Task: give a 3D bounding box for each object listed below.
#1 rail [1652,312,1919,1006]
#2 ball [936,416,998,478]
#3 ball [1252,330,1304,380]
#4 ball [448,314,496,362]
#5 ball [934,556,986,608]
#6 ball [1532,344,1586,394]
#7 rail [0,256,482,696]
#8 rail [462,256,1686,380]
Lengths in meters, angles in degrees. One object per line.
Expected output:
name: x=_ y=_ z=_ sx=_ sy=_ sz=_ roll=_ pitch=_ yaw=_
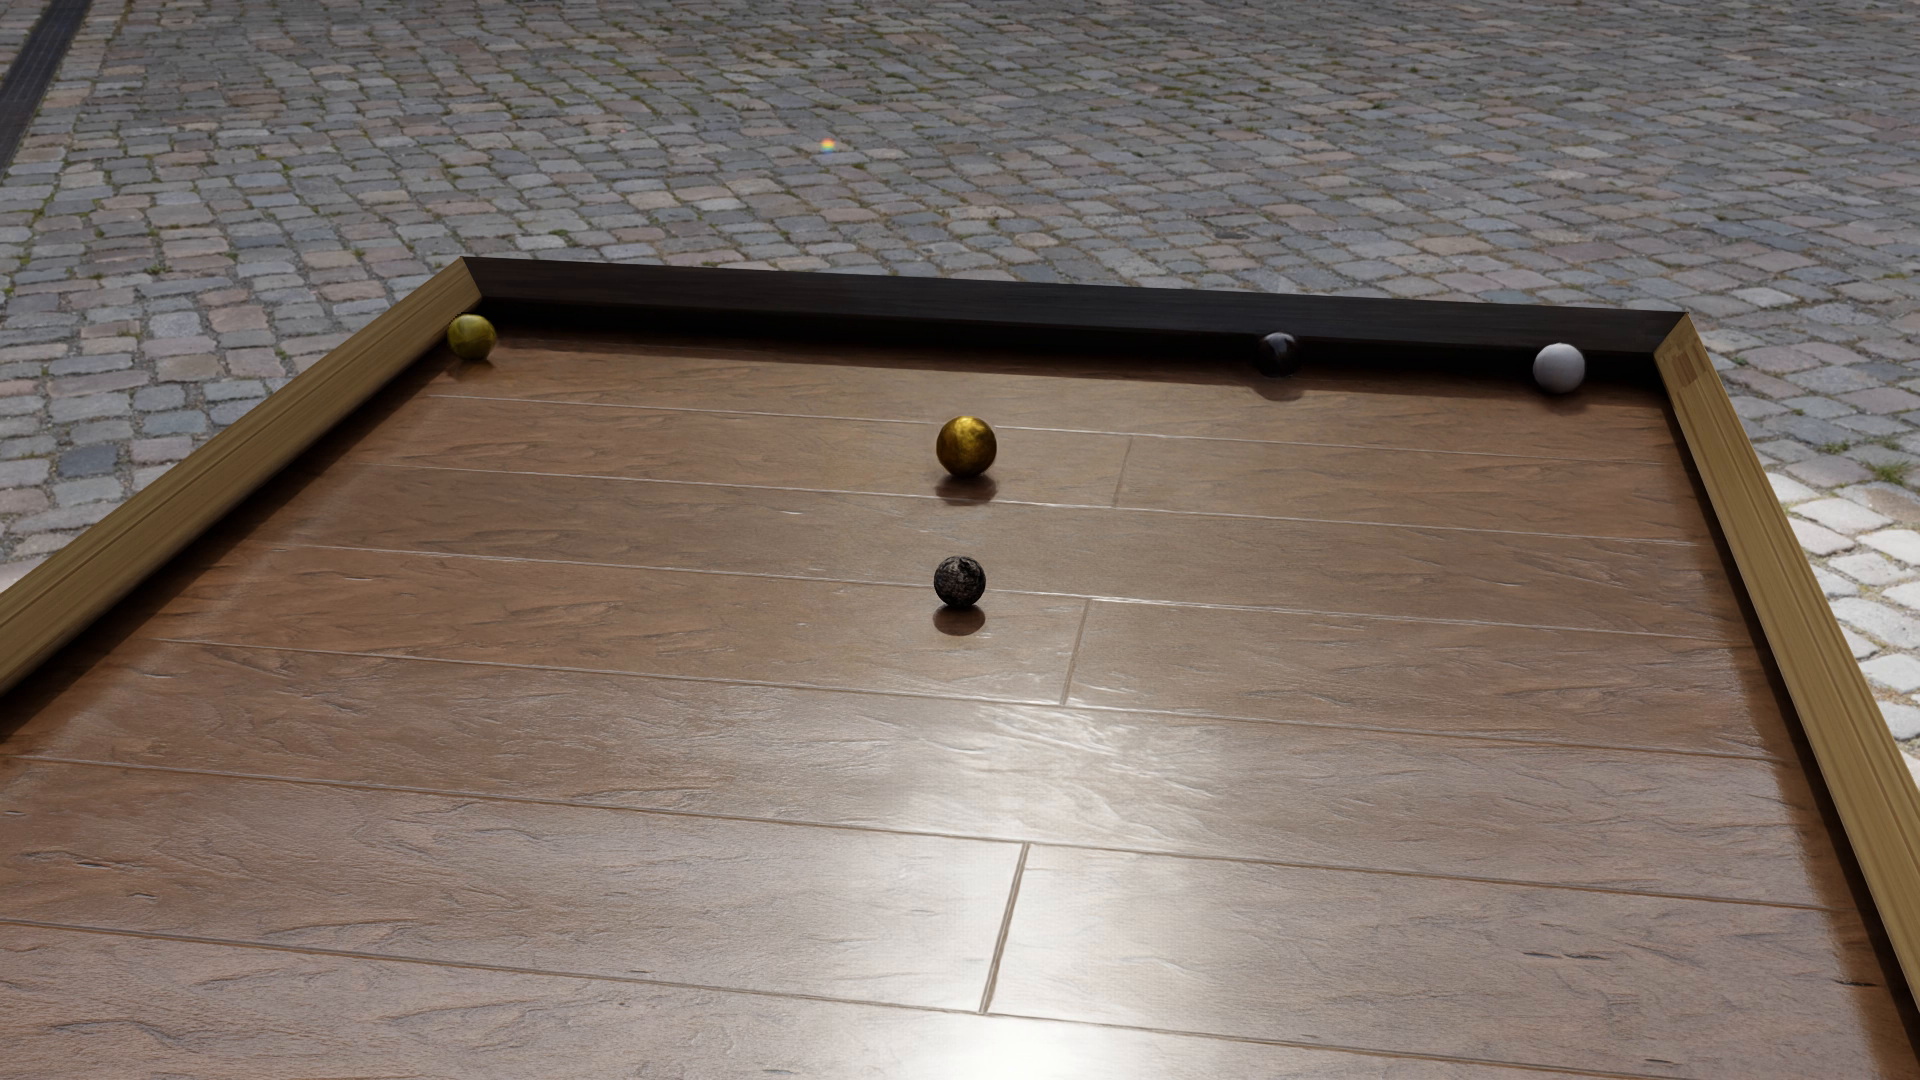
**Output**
rail: x=0.696 y=0.333 z=1.537 sx=0.045 sy=0.095 sz=3.077 roll=4 pitch=23 yaw=8
ball: x=0.008 y=-0.111 z=2.614 sx=0.073 sy=0.073 sz=0.073 roll=0 pitch=23 yaw=0
ball: x=0.426 y=-0.247 z=2.943 sx=0.066 sy=0.066 sz=0.066 roll=0 pitch=23 yaw=0
ball: x=-0.669 y=-0.278 z=3.019 sx=0.065 sy=0.065 sz=0.065 roll=0 pitch=23 yaw=0
ball: x=0.000 y=0.043 z=2.275 sx=0.054 sy=0.054 sz=0.054 roll=0 pitch=23 yaw=0
ball: x=0.788 y=-0.225 z=2.892 sx=0.067 sy=0.067 sz=0.067 roll=0 pitch=23 yaw=0
rail: x=-0.942 y=0.229 z=1.781 sx=0.045 sy=0.095 sz=3.077 roll=4 pitch=23 yaw=8
rail: x=0.119 y=-0.303 z=3.036 sx=1.706 sy=0.095 sz=0.045 roll=4 pitch=23 yaw=8
